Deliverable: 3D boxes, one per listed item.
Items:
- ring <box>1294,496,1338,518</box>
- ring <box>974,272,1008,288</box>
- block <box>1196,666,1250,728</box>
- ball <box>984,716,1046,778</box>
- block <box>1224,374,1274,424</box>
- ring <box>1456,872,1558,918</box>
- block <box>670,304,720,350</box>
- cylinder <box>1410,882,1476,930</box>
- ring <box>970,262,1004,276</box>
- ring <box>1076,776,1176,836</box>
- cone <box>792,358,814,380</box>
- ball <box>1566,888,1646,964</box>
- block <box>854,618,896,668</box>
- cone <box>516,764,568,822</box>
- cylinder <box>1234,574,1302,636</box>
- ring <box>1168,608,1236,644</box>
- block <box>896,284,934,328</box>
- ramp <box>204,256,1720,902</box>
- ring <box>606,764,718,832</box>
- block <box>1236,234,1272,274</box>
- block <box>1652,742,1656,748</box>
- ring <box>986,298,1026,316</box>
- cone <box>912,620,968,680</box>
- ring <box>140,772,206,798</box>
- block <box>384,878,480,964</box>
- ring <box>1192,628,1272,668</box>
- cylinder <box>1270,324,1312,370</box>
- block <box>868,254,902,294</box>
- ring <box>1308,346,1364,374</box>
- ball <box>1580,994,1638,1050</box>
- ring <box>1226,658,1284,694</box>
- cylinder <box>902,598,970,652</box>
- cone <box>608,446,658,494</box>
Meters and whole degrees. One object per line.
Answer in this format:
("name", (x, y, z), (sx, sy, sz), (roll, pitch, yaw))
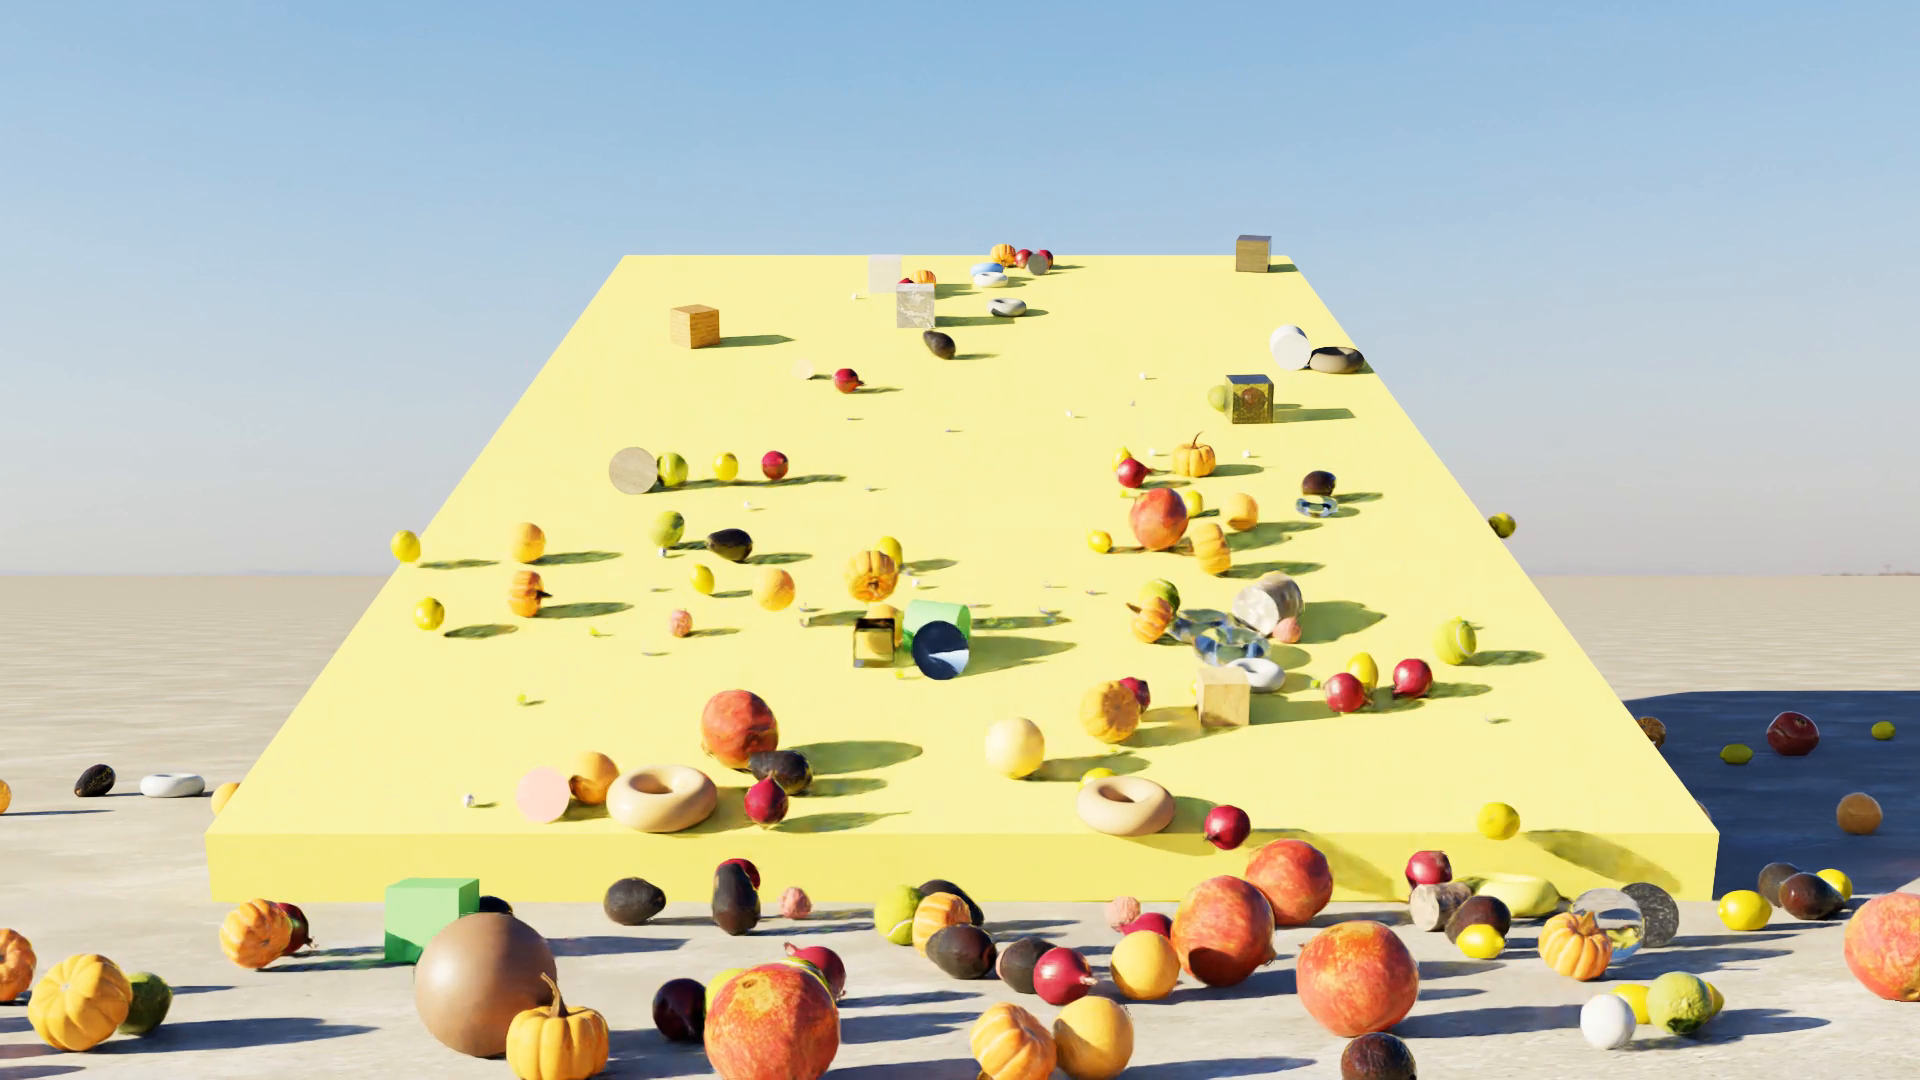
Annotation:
("ring", (0.684, -0.065, 4.295), (0.083, 0.028, 0.083), (1, 17, 0))
("ring", (0.088, -0.735, 6.330), (0.098, 0.033, 0.098), (1, 17, 0))
("block", (0.389, 0.233, 3.322), (0.068, 0.068, 0.068), (-1, 18, -3))
("ball", (0.076, 0.288, 3.121), (0.086, 0.086, 0.086), (0, -1, 0))
("block", (0.638, -0.311, 4.945), (0.090, 0.090, 0.090), (-2, 18, -5))
("ring", (0.703, 0.459, 2.894), (0.138, 0.046, 0.138), (1, -1, 0))
("block", (-0.667, -0.537, 5.629), (0.090, 0.090, 0.090), (-15, 23, -38))
("cylinder", (0.594, 0.451, 2.758), (0.056, 0.056, 0.056), (0, -1, -26))
("ring", (0.077, -0.771, 6.399), (0.097, 0.032, 0.097), (-4, -3, 0))
("ring", (0.220, 0.355, 2.988), (0.134, 0.045, 0.134), (1, 18, 0))
("cone", (-0.362, -0.398, 5.311), (0.054, 0.054, 0.054), (0, -10, 17))
("ball", (0.726, 0.434, 2.518), (0.086, 0.086, 0.086), (0, -1, 0))
("block", (-0.135, 0.163, 3.541), (0.061, 0.061, 0.061), (1, 18, 4))
("cone", (-0.548, 0.346, 3.027), (0.077, 0.077, 0.077), (0, -12, 16))
("cylinder", (0.506, 0.107, 3.680), (0.084, 0.084, 0.084), (-1, 14, 38))
("ring", (0.394, 0.141, 3.651), (0.111, 0.037, 0.111), (0, 16, 0))
("block", (-0.117, -0.611, 5.844), (0.098, 0.098, 0.098), (-1, 18, -2))
("ramp", (-0.004, -0.188, 4.872), (2.000, 0.100, 4.000), (0, 18, 0))
("ring", (-0.400, 0.345, 3.004), (0.150, 0.050, 0.150), (0, 18, 0))
("block", (0.858, -0.836, 6.540), (0.093, 0.093, 0.093), (4, 19, 13))
("block", (1.548, 0.484, 5.072), (0.052, 0.052, 0.052), (0, -1, 22))
("ring", (0.125, -0.621, 5.975), (0.109, 0.036, 0.109), (1, 18, 0))
("cone", (-0.049, 0.180, 3.521), (0.095, 0.095, 0.095), (0, -10, -24))
("ring", (-1.543, 0.481, 4.389), (0.122, 0.041, 0.122), (1, 0, 0))
("block", (-0.603, 0.435, 2.564), (0.084, 0.084, 0.084), (0, -1, 4))
("ring", (0.431, 0.172, 3.549), (0.124, 0.041, 0.124), (1, 19, 0))
("cylinder", (0.798, -0.465, 5.410), (0.093, 0.093, 0.093), (0, 18, 3))
("block", (-0.209, -0.744, 6.258), (0.092, 0.092, 0.092), (0, 18, 0))
("ring", (0.905, -0.434, 5.392), (0.135, 0.045, 0.135), (-1, 18, 0))
("ball", (0.599, 0.445, 2.070), (0.051, 0.051, 0.051), (0, -1, 0))
("ring", (0.454, 0.209, 3.453), (0.094, 0.031, 0.094), (1, 19, 0))
("cylinder", (-0.037, 0.141, 3.571), (0.086, 0.086, 0.086), (6, 1, 17))
("cone", (-0.648, -0.129, 4.461), (0.097, 0.097, 0.097), (0, -8, -5))
